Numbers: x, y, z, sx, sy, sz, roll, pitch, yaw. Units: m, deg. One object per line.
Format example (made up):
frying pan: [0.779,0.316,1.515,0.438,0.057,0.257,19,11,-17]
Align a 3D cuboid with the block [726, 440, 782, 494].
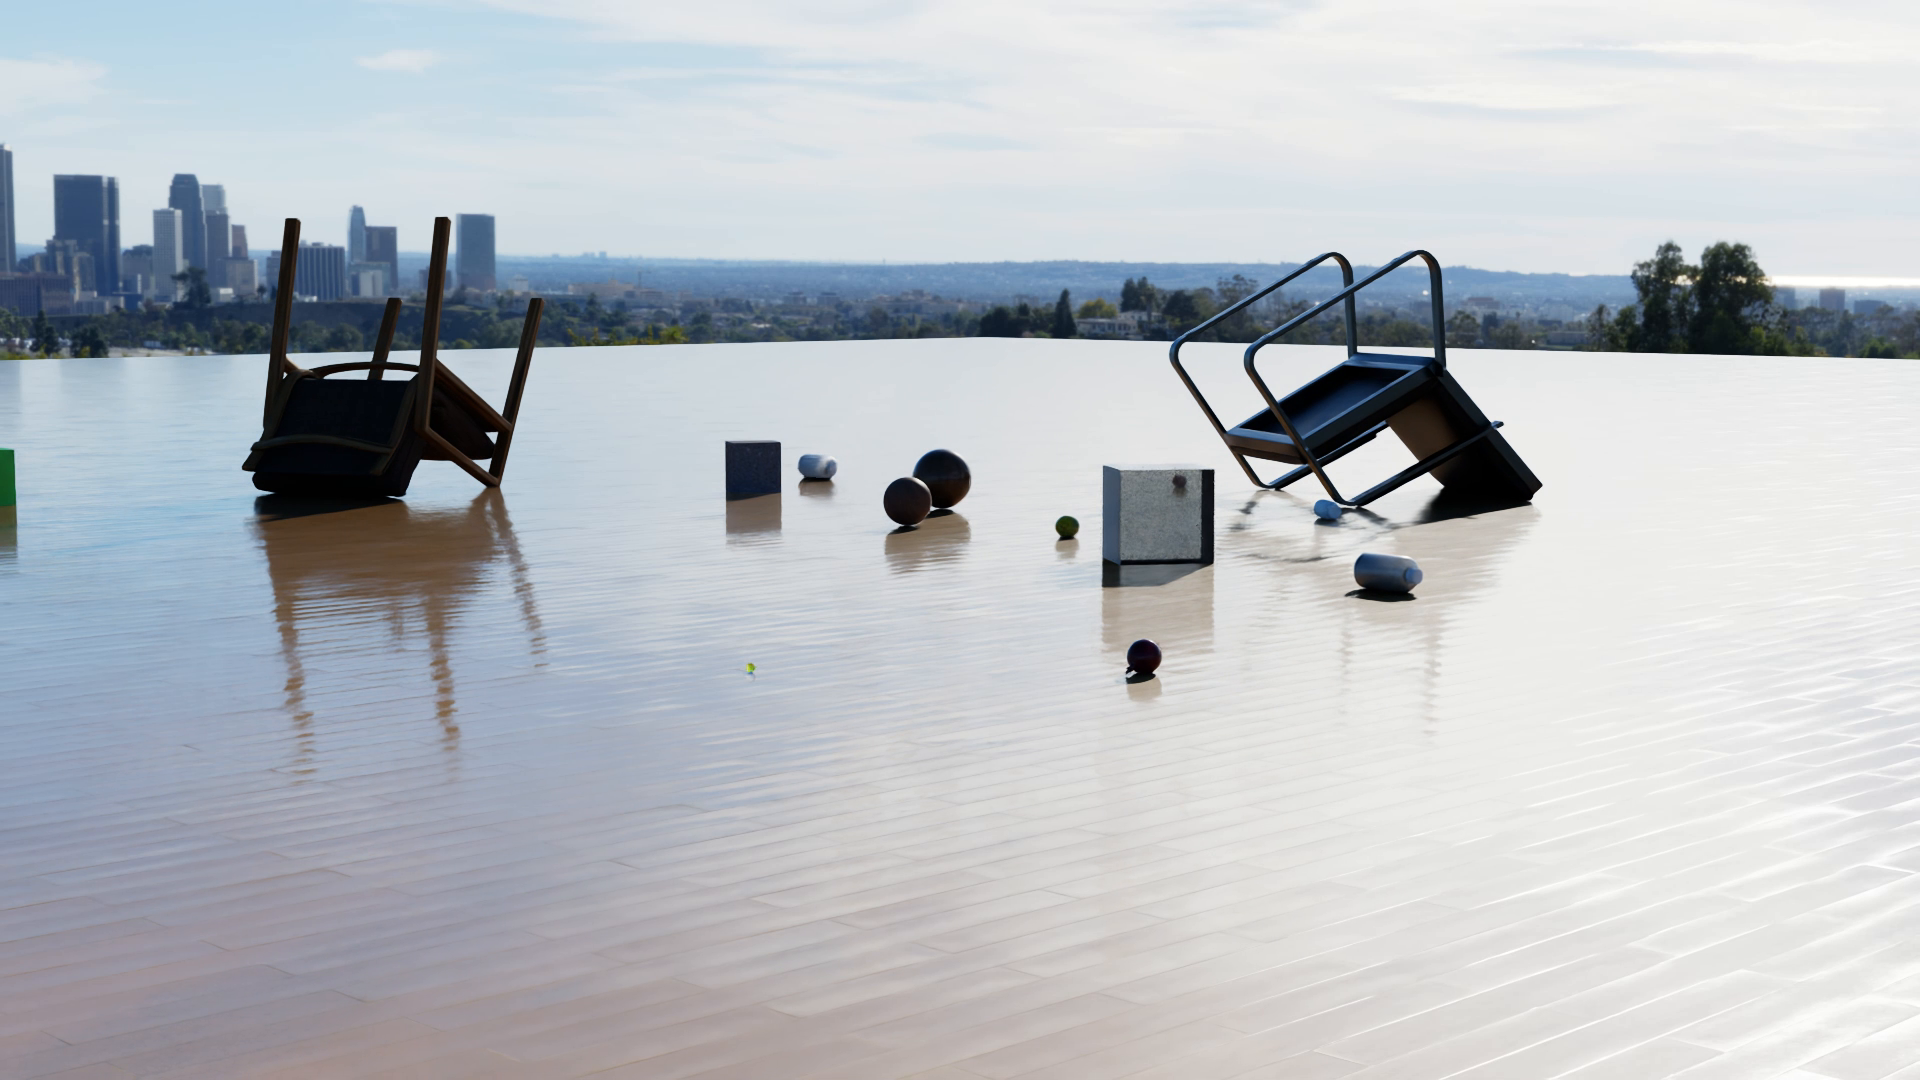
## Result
block: [-0.633,-0.225,7.851,0.150,0.153,0.112,-2,6,-17]

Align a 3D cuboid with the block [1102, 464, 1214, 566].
block: [0.458,-0.061,5.945,0.220,0.218,0.180,-1,6,-10]

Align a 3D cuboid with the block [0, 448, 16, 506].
block: [-2.860,-0.183,7.407,0.204,0.160,0.197,-4,7,-36]

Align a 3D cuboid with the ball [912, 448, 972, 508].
ball: [-0.050,-0.174,7.270,0.171,0.171,0.171,0,6,0]
